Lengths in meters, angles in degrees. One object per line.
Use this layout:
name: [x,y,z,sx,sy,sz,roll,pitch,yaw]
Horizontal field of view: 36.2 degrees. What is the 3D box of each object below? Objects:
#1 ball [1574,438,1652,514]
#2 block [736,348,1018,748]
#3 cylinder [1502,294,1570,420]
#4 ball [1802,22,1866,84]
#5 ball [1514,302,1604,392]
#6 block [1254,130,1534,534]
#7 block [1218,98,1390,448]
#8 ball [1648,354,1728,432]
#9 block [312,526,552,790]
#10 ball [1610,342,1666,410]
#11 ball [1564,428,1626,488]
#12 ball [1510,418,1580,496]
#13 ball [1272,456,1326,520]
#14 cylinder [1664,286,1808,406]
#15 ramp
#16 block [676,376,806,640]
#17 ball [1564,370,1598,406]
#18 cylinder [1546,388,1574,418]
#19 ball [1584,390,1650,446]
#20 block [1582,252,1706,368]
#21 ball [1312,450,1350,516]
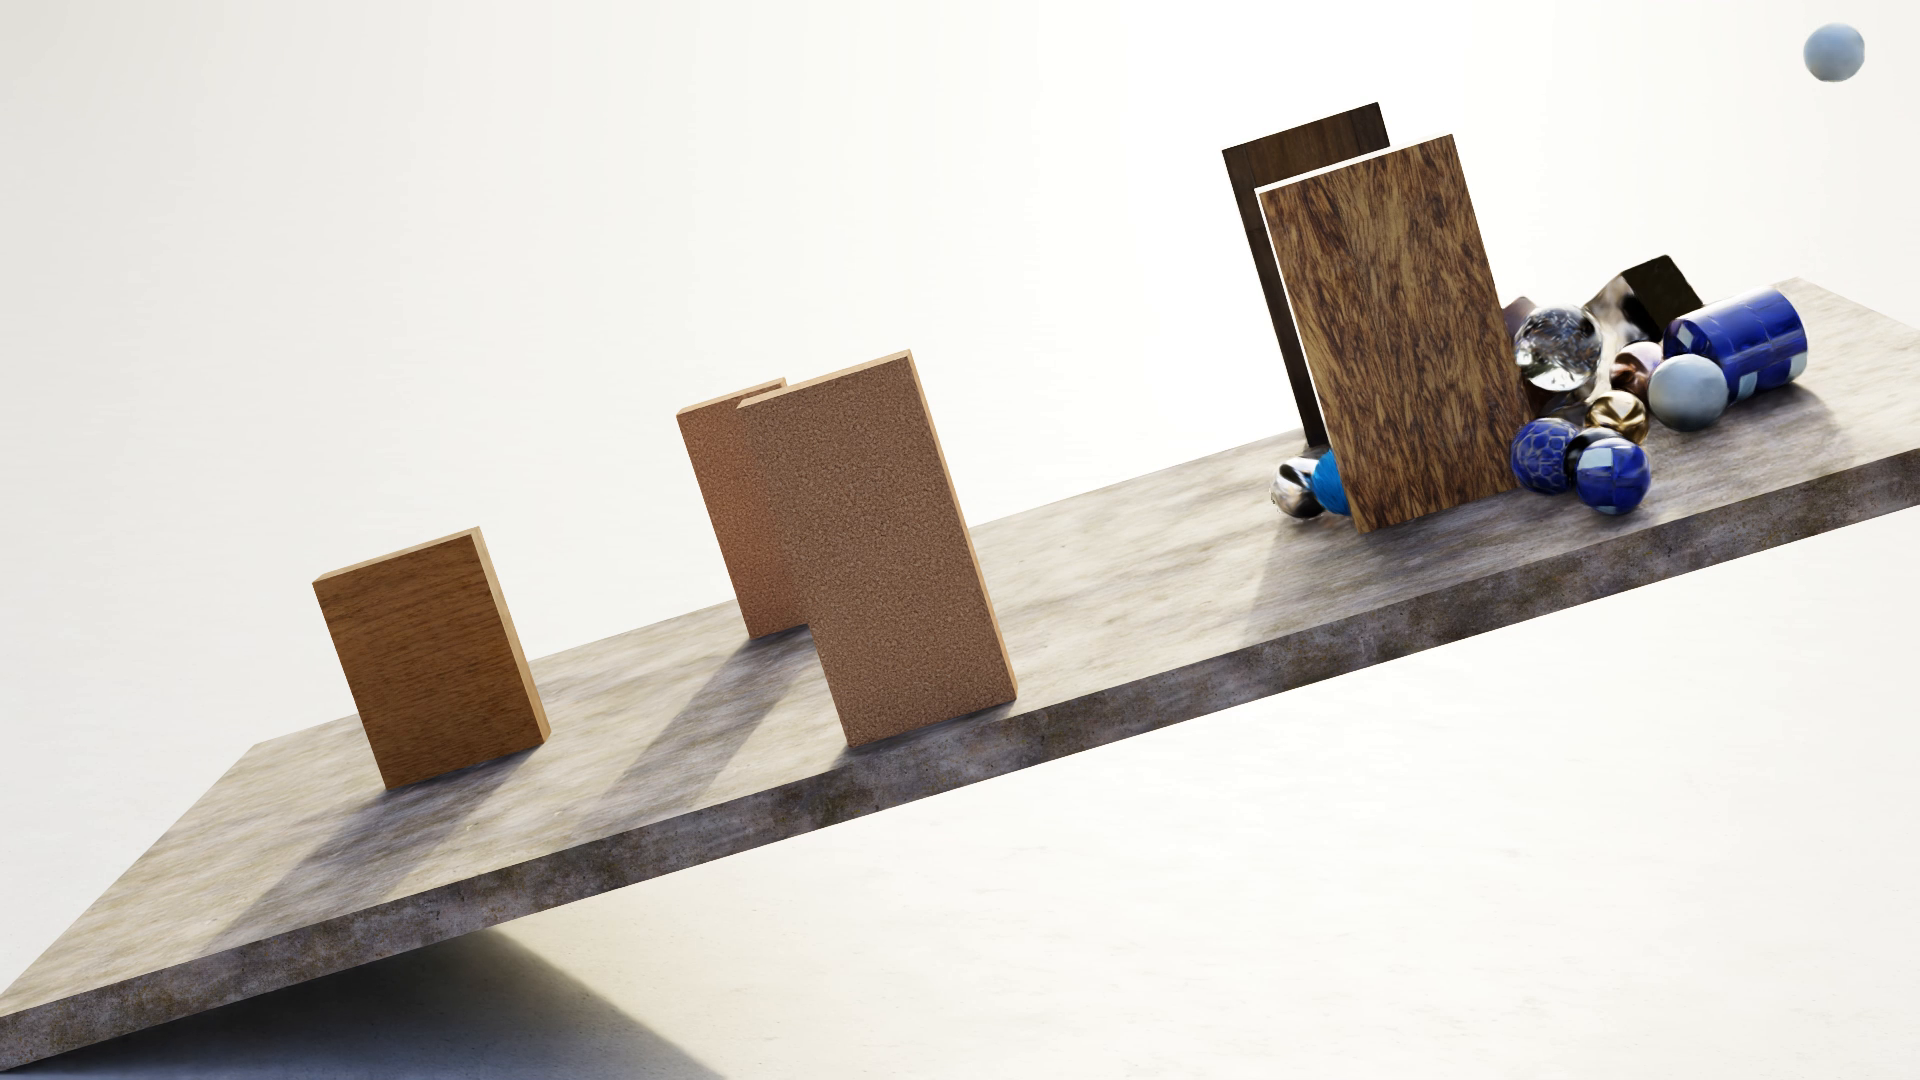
ball: [1.192,-0.117,5.371,0.140,0.140,0.140,0,11,0]
block: [-0.149,0.017,5.446,0.327,0.669,0.107,-17,10,5]
cylinder: [1.175,-0.371,6.084,0.195,0.195,0.195,43,25,12]
ball: [1.676,-0.935,5.640,0.117,0.117,0.117,0,11,0]
ball: [1.180,-0.381,5.797,0.175,0.175,0.175,0,11,0]
block: [0.878,-0.411,5.846,0.392,0.711,0.108,-17,10,5]
block: [0.893,-0.622,6.885,0.375,0.730,0.108,-17,10,5]
ball: [1.441,-0.290,5.822,0.155,0.155,0.155,0,11,0]
block: [-1.145,0.257,6.389,0.365,0.483,0.095,-17,10,5]
ball: [1.430,-0.342,6.142,0.145,0.145,0.145,0,11,0]
ball: [1.204,-0.148,5.543,0.130,0.130,0.130,0,11,0]
ball: [1.137,-0.161,5.667,0.151,0.151,0.151,0,11,0]
ball: [0.718,-0.109,6.155,0.132,0.132,0.132,0,11,0]
cylinder: [1.573,-0.387,5.969,0.204,0.204,0.204,-21,17,-16]
ramp: [0.098,0.184,6.313,4.000,0.100,2.000,-17,10,5]
block: [-0.442,-0.073,6.762,0.252,0.547,0.106,-17,10,5]
ball: [1.330,-0.357,6.434,0.130,0.130,0.130,0,11,0]
cylinder: [1.206,-0.347,6.291,0.186,0.186,0.186,4,5,21]
ball: [1.292,-0.230,5.782,0.126,0.126,0.126,0,11,0]
block: [1.500,-0.492,6.464,0.174,0.174,0.174,-22,-17,-37]
ball: [0.795,-0.122,6.041,0.144,0.144,0.144,0,11,0]
